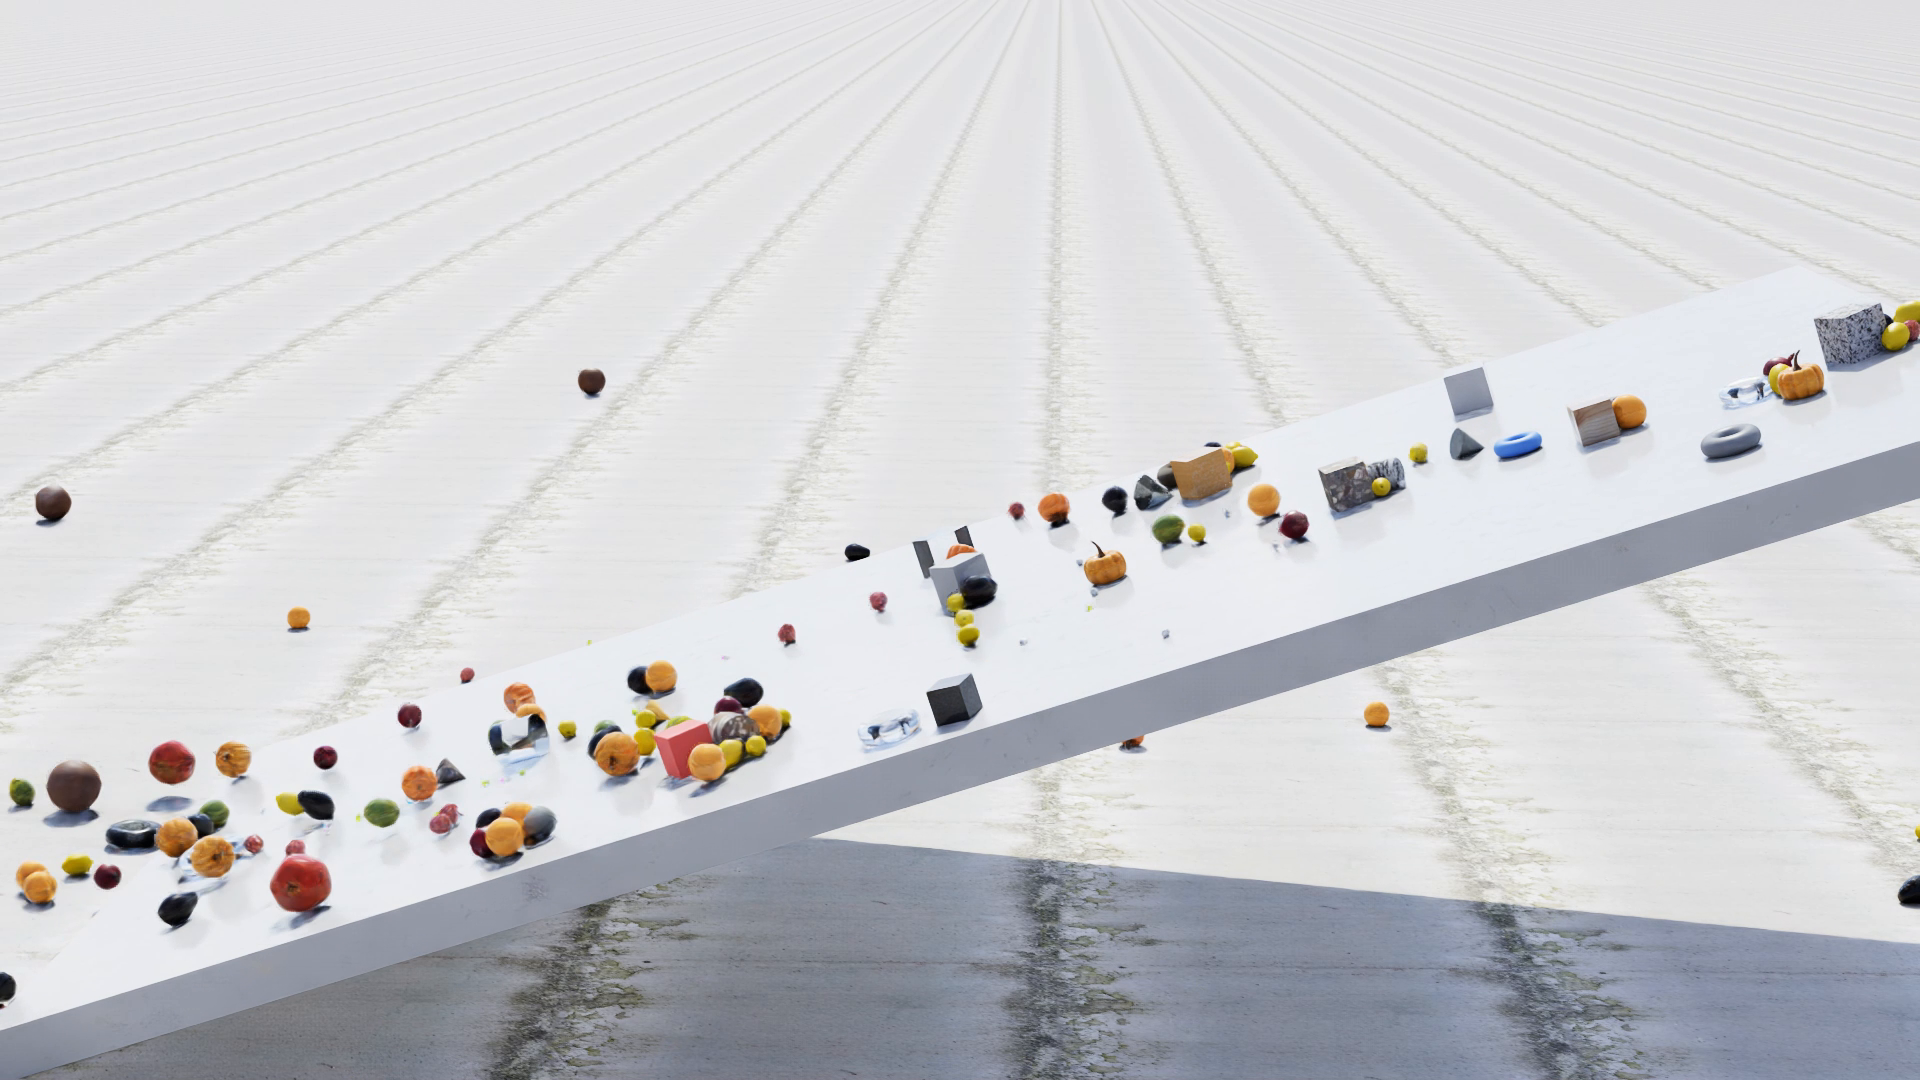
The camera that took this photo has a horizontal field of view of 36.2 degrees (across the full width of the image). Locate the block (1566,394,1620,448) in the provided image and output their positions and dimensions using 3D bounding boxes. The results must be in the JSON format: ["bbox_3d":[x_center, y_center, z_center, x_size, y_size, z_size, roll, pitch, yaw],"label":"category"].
[{"bbox_3d":[1.287,-0.244,5.978,0.079,0.079,0.079,-18,11,5],"label":"block"}]

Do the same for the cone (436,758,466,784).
[{"bbox_3d":[-1.089,0.506,6.335,0.059,0.059,0.059,14,16,18],"label":"cone"}]

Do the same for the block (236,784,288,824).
[{"bbox_3d":[-1.582,0.608,6.671,0.090,0.090,0.090,0,10,2],"label":"block"}]

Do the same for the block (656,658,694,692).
[{"bbox_3d":[-0.633,0.299,6.523,0.054,0.054,0.054,-5,22,29],"label":"block"}]

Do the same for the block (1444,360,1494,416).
[{"bbox_3d":[1.158,-0.347,6.692,0.092,0.092,0.092,-16,11,14],"label":"block"}]

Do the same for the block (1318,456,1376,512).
[{"bbox_3d":[0.806,-0.117,6.135,0.084,0.084,0.084,-19,10,-1],"label":"block"}]

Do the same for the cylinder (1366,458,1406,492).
[{"bbox_3d":[0.889,-0.136,6.151,0.062,0.062,0.062,-12,4,30],"label":"cylinder"}]

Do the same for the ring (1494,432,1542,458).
[{"bbox_3d":[1.156,-0.198,6.093,0.102,0.034,0.102,-17,11,3],"label":"ring"}]

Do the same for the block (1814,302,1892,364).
[{"bbox_3d":[1.804,-0.418,5.941,0.096,0.096,0.096,-22,11,-18],"label":"block"}]

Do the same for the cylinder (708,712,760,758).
[{"bbox_3d":[-0.442,0.379,5.724,0.084,0.084,0.084,-5,4,-24],"label":"cylinder"}]

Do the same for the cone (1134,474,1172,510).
[{"bbox_3d":[0.460,-0.106,6.799,0.083,0.083,0.083,6,8,-26],"label":"cone"}]

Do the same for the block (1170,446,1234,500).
[{"bbox_3d":[0.552,-0.153,6.730,0.092,0.092,0.092,-22,11,-19],"label":"block"}]

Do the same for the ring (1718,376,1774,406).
[{"bbox_3d":[1.575,-0.300,5.889,0.111,0.037,0.111,-17,12,4],"label":"ring"}]

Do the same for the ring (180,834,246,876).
[{"bbox_3d":[-1.598,0.673,6.290,0.147,0.049,0.147,-18,12,4],"label":"ring"}]

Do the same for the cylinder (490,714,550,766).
[{"bbox_3d":[-0.944,0.428,6.307,0.093,0.093,0.093,-15,6,20],"label":"cylinder"}]

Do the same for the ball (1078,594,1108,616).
[{"bbox_3d":[0.268,0.140,5.946,0.061,0.061,0.061,0,12,0],"label":"ball"}]

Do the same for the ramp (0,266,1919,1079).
[{"bbox_3d":[0.102,0.182,6.309,4.000,0.100,2.000,-17,11,5],"label":"ramp"}]

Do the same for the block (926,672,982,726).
[{"bbox_3d":[-0.010,0.296,5.454,0.069,0.069,0.069,-13,12,25],"label":"block"}]

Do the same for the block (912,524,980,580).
[{"bbox_3d":[-0.033,0.028,6.794,0.095,0.095,0.095,-26,13,-37],"label":"block"}]

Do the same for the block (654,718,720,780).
[{"bbox_3d":[-0.533,0.407,5.734,0.085,0.085,0.085,-23,11,-22],"label":"block"}]

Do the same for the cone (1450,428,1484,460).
[{"bbox_3d":[1.082,-0.199,6.232,0.067,0.067,0.067,7,10,-14],"label":"cone"}]

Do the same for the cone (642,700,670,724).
[{"bbox_3d":[-0.637,0.373,6.253,0.054,0.054,0.054,17,18,24],"label":"cone"}]

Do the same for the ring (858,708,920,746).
[{"bbox_3d":[-0.132,0.347,5.476,0.123,0.041,0.123,-17,11,3],"label":"ring"}]

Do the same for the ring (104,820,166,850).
[{"bbox_3d":[-1.962,0.701,6.995,0.139,0.046,0.139,1,11,0],"label":"ring"}]

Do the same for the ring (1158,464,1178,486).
[{"bbox_3d":[0.531,-0.163,6.951,0.135,0.045,0.135,-17,11,3],"label":"ring"}]

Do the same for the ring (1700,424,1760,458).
[{"bbox_3d":[1.447,-0.186,5.522,0.114,0.038,0.114,-19,12,4],"label":"ring"}]
